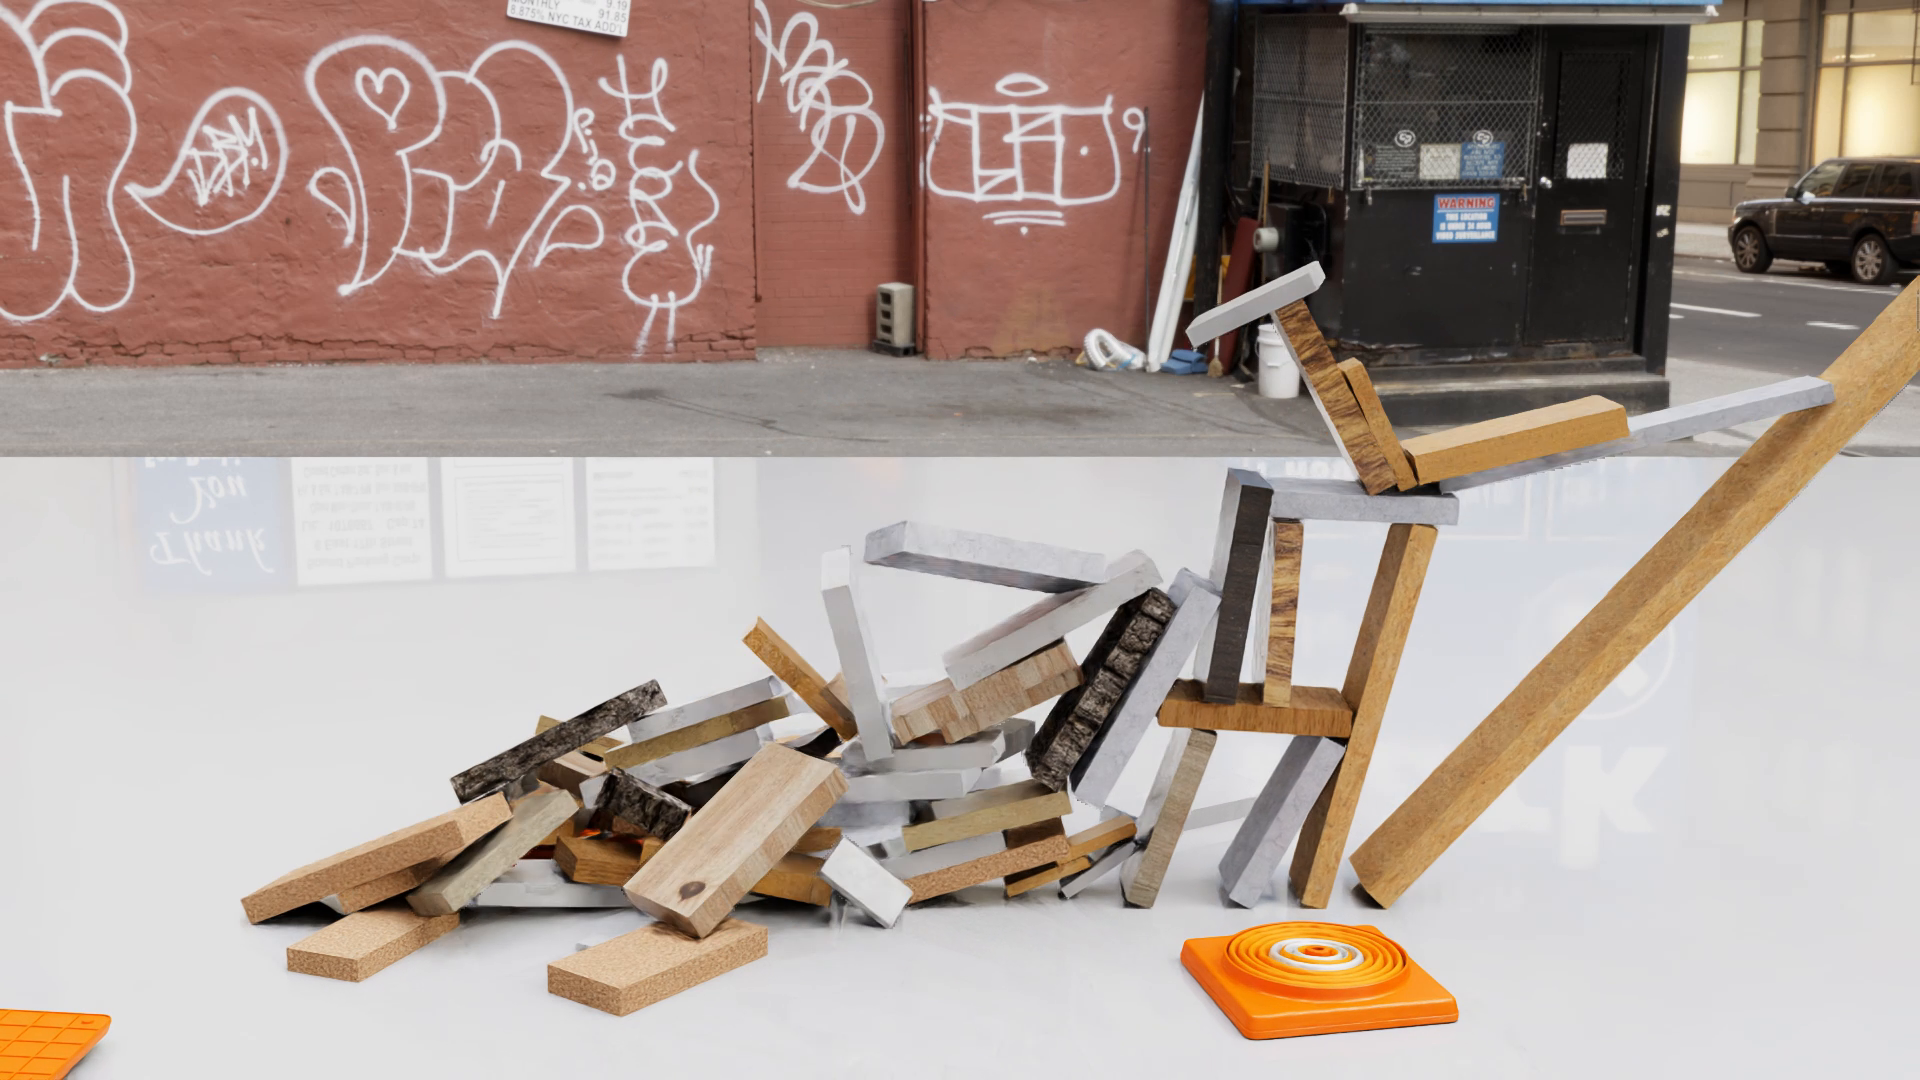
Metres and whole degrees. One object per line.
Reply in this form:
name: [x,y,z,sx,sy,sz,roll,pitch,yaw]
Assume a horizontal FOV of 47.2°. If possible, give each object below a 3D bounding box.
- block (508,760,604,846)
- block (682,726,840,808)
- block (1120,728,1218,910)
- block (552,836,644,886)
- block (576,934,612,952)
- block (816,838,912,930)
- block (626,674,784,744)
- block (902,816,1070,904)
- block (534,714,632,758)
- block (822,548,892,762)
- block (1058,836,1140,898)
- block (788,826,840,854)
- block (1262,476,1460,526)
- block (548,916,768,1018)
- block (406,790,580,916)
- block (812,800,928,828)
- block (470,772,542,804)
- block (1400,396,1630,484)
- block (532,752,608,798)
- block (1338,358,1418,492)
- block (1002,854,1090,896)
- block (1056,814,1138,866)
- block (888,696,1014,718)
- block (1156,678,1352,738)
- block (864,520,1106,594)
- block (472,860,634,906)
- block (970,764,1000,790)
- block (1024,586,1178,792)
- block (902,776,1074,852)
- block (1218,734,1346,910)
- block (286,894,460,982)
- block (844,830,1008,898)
block: [-0.732,0.473,3.987,0.143,0.041,0.591,-3,4,-2]
block: [-0.334,0.382,3.704,0.247,0.035,0.123,-21,3,18]
block: [0.344,0.439,3.643,0.044,0.309,0.154,19,10,-3]
block: [-0.526,0.541,3.644,0.267,0.038,0.134,11,4,-25]
block: [-0.545,0.632,3.409,0.092,0.013,0.046,6,12,30]
block: [-0.152,0.548,3.513,0.072,0.143,0.020,-54,4,-35]
block: [-0.428,0.283,3.708,0.248,0.035,0.124,-19,0,3]
block: [0.042,0.529,3.651,0.277,0.039,0.139,-17,6,2]
block: [-0.708,0.408,4.390,0.286,0.041,0.143,10,-7,46]
block: [-0.166,0.185,3.552,0.044,0.309,0.154,-12,22,2]
block: [0.231,0.539,3.668,0.144,0.020,0.072,-35,8,5]
block: [-0.334,0.513,3.981,0.130,0.037,0.259,-6,12,-30]
block: [0.643,-0.063,3.550,0.297,0.042,0.149,3,11,2]
block: [-0.452,0.633,3.318,0.155,0.044,0.310,8,13,37]
block: [-0.739,0.495,3.480,0.134,0.038,0.267,-17,19,51]
block: [-0.216,0.438,3.673,0.301,0.043,0.150,-3,8,11]
block: [-0.842,0.470,3.777,0.232,0.033,0.116,-28,0,2]
block: [0.884,-0.162,3.528,0.333,0.047,0.166,-13,9,4]
block: [-0.638,0.440,3.942,0.286,0.041,0.143,22,3,1]
block: [0.669,-0.186,3.529,0.030,0.214,0.107,-25,8,6]
block: [0.144,0.552,3.676,0.144,0.020,0.072,-21,9,0]
block: [0.222,0.499,3.671,0.144,0.020,0.072,-22,6,-3]
block: [-0.009,0.384,4.650,0.163,0.046,0.327,-6,12,-30]
block: [0.476,0.274,3.612,0.309,0.044,0.154,4,11,-1]
block: [0.039,0.030,3.510,0.344,0.049,0.172,10,-10,-22]
block: [-0.674,0.561,3.601,0.267,0.038,0.134,5,7,-28]
block: [-0.035,0.430,4.229,0.130,0.037,0.261,-4,11,-22]
block: [0.228,0.233,3.610,0.050,0.355,0.178,32,4,-5]
block: [0.047,0.446,3.627,0.277,0.039,0.139,-14,6,5]
block: [0.531,0.446,3.643,0.044,0.309,0.154,28,9,-5]
block: [-0.910,0.617,3.422,0.130,0.037,0.260,4,11,21]
block: [-0.060,0.518,3.656,0.277,0.039,0.139,-17,6,3]
